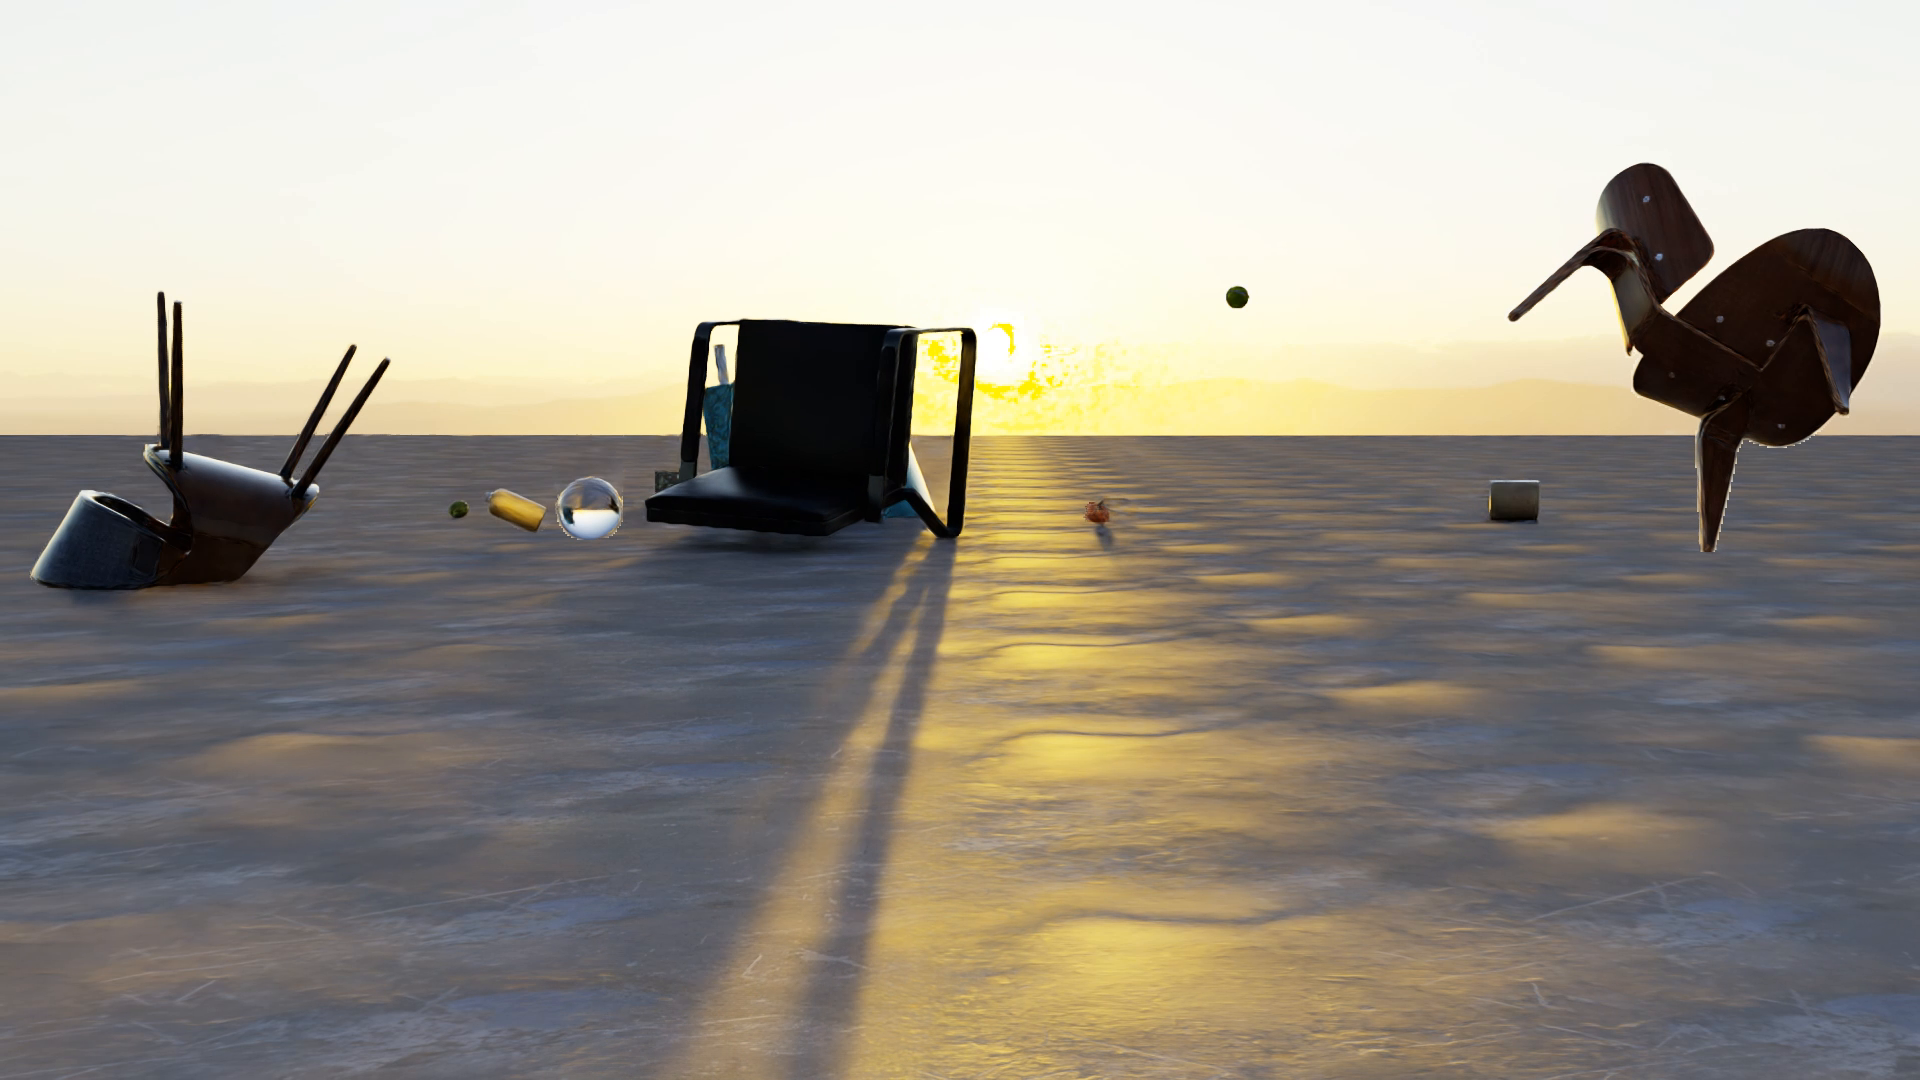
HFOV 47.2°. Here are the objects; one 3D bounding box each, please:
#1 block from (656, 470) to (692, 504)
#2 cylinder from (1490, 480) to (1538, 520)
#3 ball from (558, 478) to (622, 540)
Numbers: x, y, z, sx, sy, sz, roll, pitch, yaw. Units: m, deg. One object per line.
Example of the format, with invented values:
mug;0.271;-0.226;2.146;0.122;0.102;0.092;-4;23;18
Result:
block;-1.136;-0.213;8.722;0.099;0.127;0.209;0;4;5
cylinder;1.897;-0.135;7.532;0.159;0.135;0.137;2;20;14
ball;-1.098;-0.093;6.525;0.188;0.188;0.188;0;4;0
